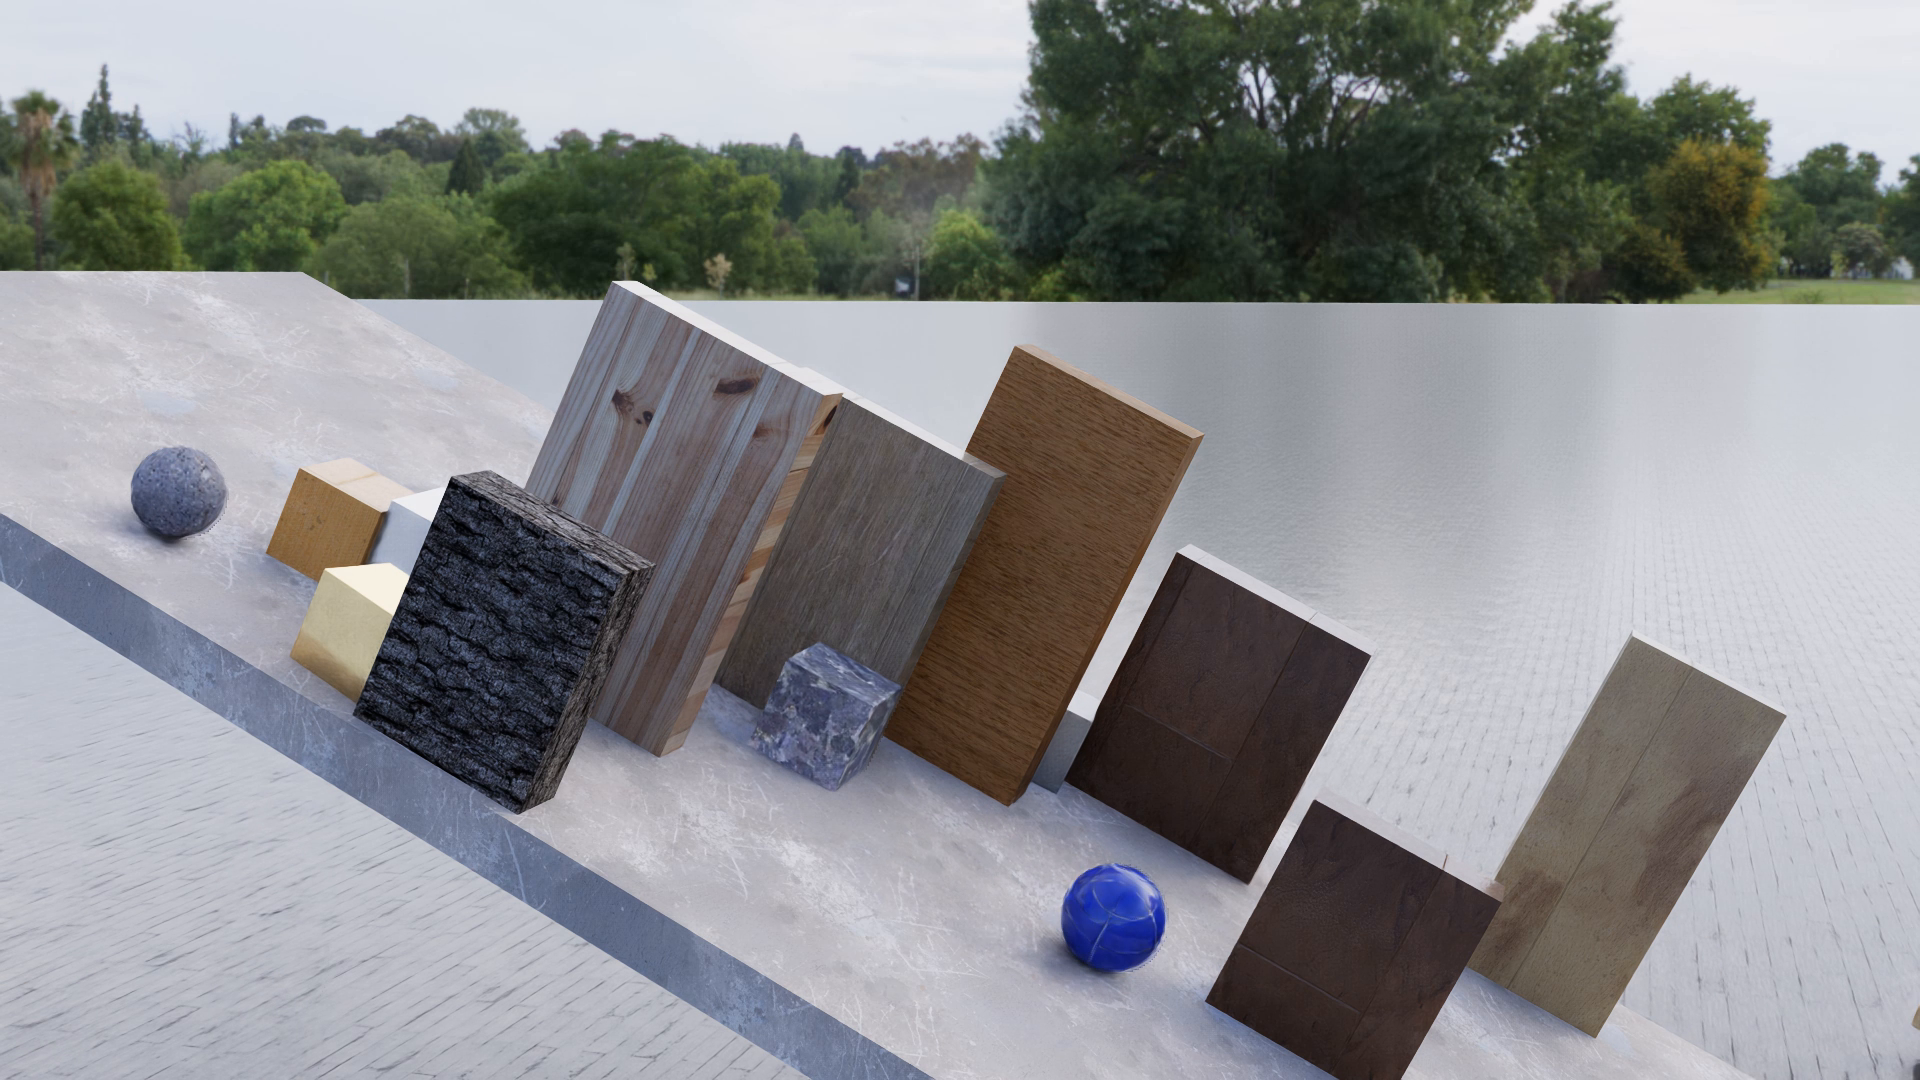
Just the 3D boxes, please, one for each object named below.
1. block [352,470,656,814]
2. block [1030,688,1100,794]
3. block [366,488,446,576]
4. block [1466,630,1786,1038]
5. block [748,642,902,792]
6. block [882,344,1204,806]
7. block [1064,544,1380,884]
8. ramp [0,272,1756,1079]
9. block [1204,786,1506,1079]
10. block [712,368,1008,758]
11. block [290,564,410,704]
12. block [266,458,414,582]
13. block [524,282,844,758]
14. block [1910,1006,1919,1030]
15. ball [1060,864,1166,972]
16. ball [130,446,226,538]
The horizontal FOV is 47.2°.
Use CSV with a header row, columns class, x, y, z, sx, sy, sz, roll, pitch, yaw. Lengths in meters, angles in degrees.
class,x,y,z,sx,sy,sz,roll,pitch,yaw
block,-0.686,0.151,3.303,0.306,0.409,0.115,29,14,12
block,0.165,0.383,4.471,0.168,0.168,0.168,26,14,3
block,-0.894,0.044,3.807,0.186,0.186,0.186,28,14,9
block,1.329,0.599,4.468,0.328,0.768,0.084,29,14,12
block,-0.242,0.317,3.969,0.177,0.177,0.177,28,14,10
block,0.114,0.068,4.216,0.378,0.797,0.115,29,14,12
block,0.526,0.350,4.461,0.432,0.533,0.137,29,14,12
ramp,-0.249,0.420,4.162,4.000,0.100,2.000,29,14,12
block,0.667,0.686,3.726,0.344,0.409,0.100,29,14,12
block,-0.237,0.048,4.080,0.432,0.602,0.081,29,14,12
block,-0.916,0.146,3.448,0.156,0.156,0.156,31,14,20
block,-1.060,-0.024,3.805,0.165,0.165,0.165,28,14,9
block,-0.525,-0.035,3.701,0.414,0.683,0.094,29,14,12
block,2.385,1.128,5.211,0.149,0.149,0.149,19,5,-7
ball,0.257,0.632,3.683,0.178,0.178,0.178,0,7,0
ball,-1.291,-0.080,3.634,0.150,0.150,0.150,0,7,0
